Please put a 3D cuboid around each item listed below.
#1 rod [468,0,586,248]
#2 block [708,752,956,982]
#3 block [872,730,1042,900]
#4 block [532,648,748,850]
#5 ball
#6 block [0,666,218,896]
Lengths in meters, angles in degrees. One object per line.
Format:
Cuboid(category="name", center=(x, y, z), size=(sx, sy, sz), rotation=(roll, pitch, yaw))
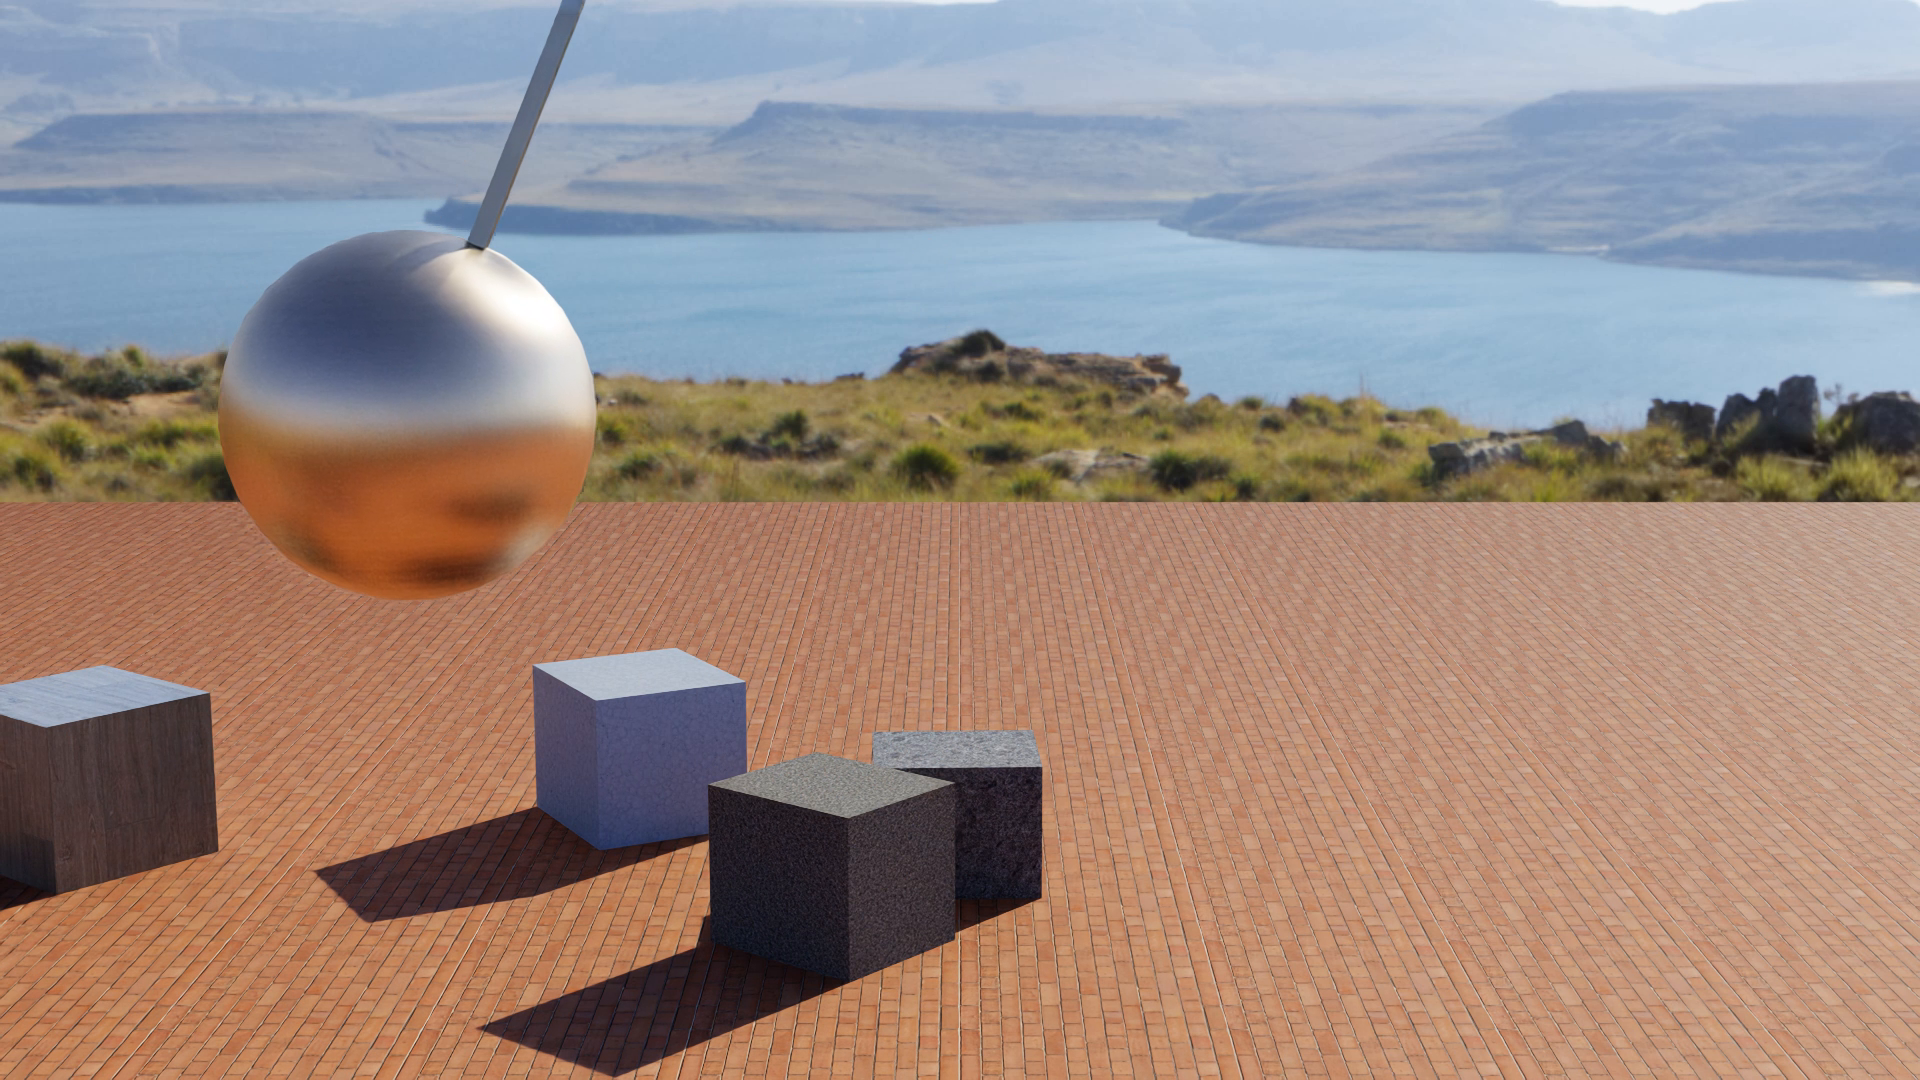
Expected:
Cuboid(category="rod", center=(-1.030, -3.609, 10.524), size=(0.080, 5.200, 0.080), rotation=(23, 9, -4))
Cuboid(category="block", center=(-0.520, 1.316, 10.464), size=(0.760, 0.667, 0.653), rotation=(8, 13, 38))
Cuboid(category="block", center=(-0.020, 1.204, 11.308), size=(0.723, 0.585, 0.623), rotation=(0, 10, -2))
Cuboid(category="block", center=(-1.527, 0.977, 12.216), size=(0.746, 0.706, 0.825), rotation=(-6, 12, -29))
Cuboid(category="ball", center=(-2.376, -0.538, 11.083), size=(1.600, 1.600, 1.600), rotation=(0, 10, 0))
Cuboid(category="block", center=(-3.981, 1.065, 11.621), size=(0.859, 0.748, 0.821), rotation=(8, 13, 39))
